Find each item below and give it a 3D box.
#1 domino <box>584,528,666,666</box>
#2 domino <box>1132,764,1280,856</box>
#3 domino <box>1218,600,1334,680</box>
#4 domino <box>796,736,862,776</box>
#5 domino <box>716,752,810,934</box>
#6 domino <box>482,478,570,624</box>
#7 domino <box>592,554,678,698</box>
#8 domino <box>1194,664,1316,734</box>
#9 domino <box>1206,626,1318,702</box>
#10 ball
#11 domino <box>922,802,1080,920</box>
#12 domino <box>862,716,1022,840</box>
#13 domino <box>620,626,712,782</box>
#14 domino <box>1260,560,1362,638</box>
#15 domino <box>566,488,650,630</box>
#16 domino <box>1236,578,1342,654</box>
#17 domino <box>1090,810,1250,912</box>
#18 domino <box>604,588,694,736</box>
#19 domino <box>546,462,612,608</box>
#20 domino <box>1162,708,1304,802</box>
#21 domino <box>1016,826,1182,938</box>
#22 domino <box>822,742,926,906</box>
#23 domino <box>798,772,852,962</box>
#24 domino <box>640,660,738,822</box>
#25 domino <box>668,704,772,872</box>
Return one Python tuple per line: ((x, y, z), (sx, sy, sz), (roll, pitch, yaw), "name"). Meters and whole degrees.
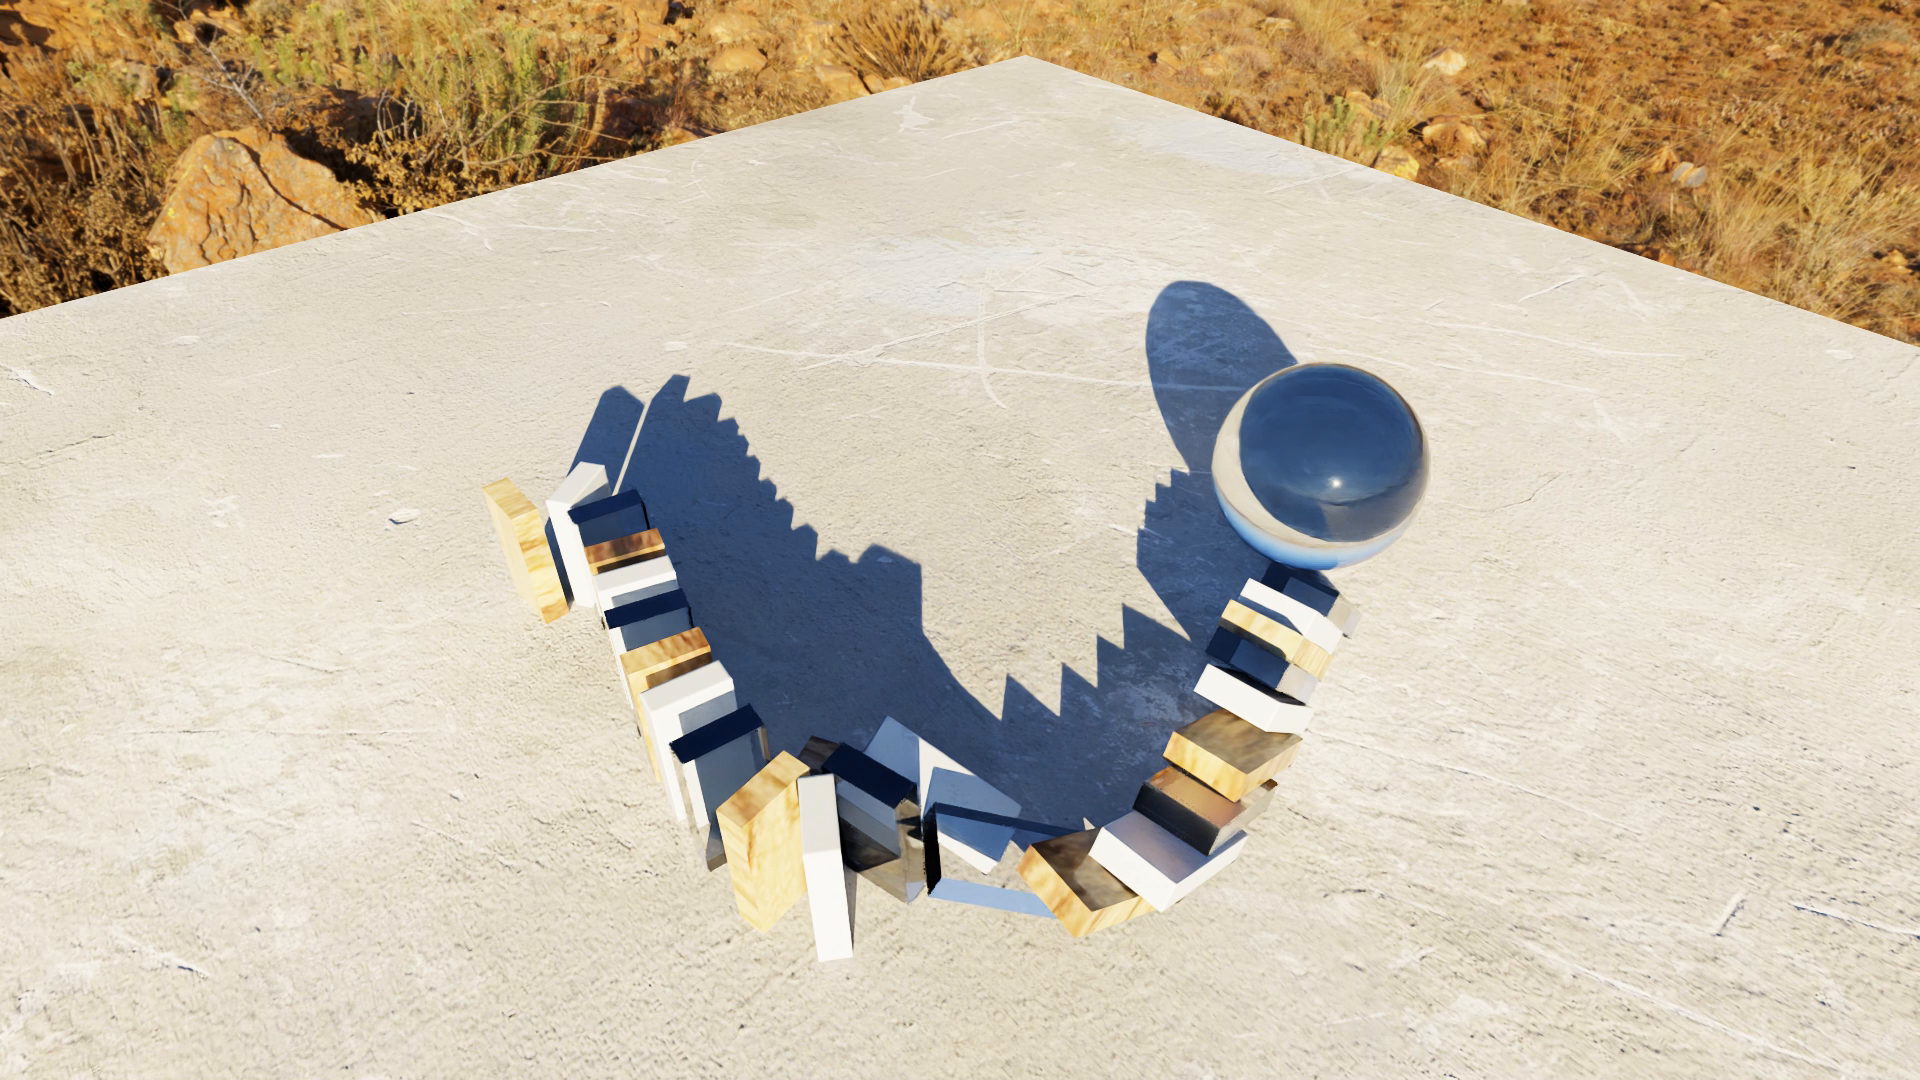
((-0.113, 0.021, 0.385), (0.025, 0.050, 0.010), (-17, 42, -20), "domino")
((0.075, 0.077, 0.331), (0.025, 0.010, 0.050), (29, 20, 29), "domino")
((0.108, 0.035, 0.375), (0.025, 0.050, 0.010), (29, 92, 34), "domino")
((-0.030, 0.080, 0.345), (0.050, 0.010, 0.025), (14, 41, 17), "domino")
((-0.052, 0.085, 0.308), (0.009, 0.050, 0.025), (26, 46, 28), "domino")
((-0.160, 0.004, 0.406), (0.009, 0.050, 0.025), (-29, 48, -31), "domino")
((-0.106, 0.030, 0.375), (0.025, 0.050, 0.009), (-16, 42, -19), "domino")
((0.096, 0.052, 0.356), (0.025, 0.009, 0.050), (29, 5, 31), "domino")
((0.102, 0.042, 0.366), (0.025, 0.050, 0.009), (29, 92, 31), "domino")
((0.138, -0.028, 0.422), (0.080, 0.080, 0.080), (0, 39, 0), "ball")
((0.015, 0.093, 0.315), (0.050, 0.009, 0.025), (16, 35, -19), "domino")
((-0.008, 0.078, 0.331), (0.050, 0.010, 0.025), (34, 44, 0), "domino")
((-0.089, 0.053, 0.347), (0.025, 0.050, 0.010), (-20, 43, -22), "domino")
((0.126, 0.022, 0.391), (0.025, 0.050, 0.009), (29, 92, 31), "domino")
((-0.125, 0.008, 0.402), (0.025, 0.050, 0.009), (-21, 44, -24), "domino")
((0.116, 0.027, 0.384), (0.025, 0.050, 0.010), (29, 92, 31), "domino")
((0.061, 0.088, 0.318), (0.025, 0.009, 0.050), (34, 22, 30), "domino")
((-0.099, 0.041, 0.362), (0.025, 0.050, 0.010), (-17, 42, -20), "domino")
((-0.139, -0.001, 0.413), (0.010, 0.050, 0.025), (9, 40, 11), "domino")
((0.087, 0.065, 0.346), (0.025, 0.009, 0.050), (29, 20, 31), "domino")
((0.042, 0.094, 0.310), (0.050, 0.009, 0.025), (3, 30, -46), "domino")
((-0.024, 0.081, 0.312), (0.025, 0.050, 0.010), (24, 50, 26), "domino")
((-0.037, 0.090, 0.301), (0.009, 0.050, 0.025), (-6, 40, -7), "domino")
((-0.080, 0.062, 0.336), (0.025, 0.050, 0.010), (-23, 44, -25), "domino")
((-0.068, 0.073, 0.322), (0.025, 0.050, 0.010), (-24, 45, -27), "domino")
